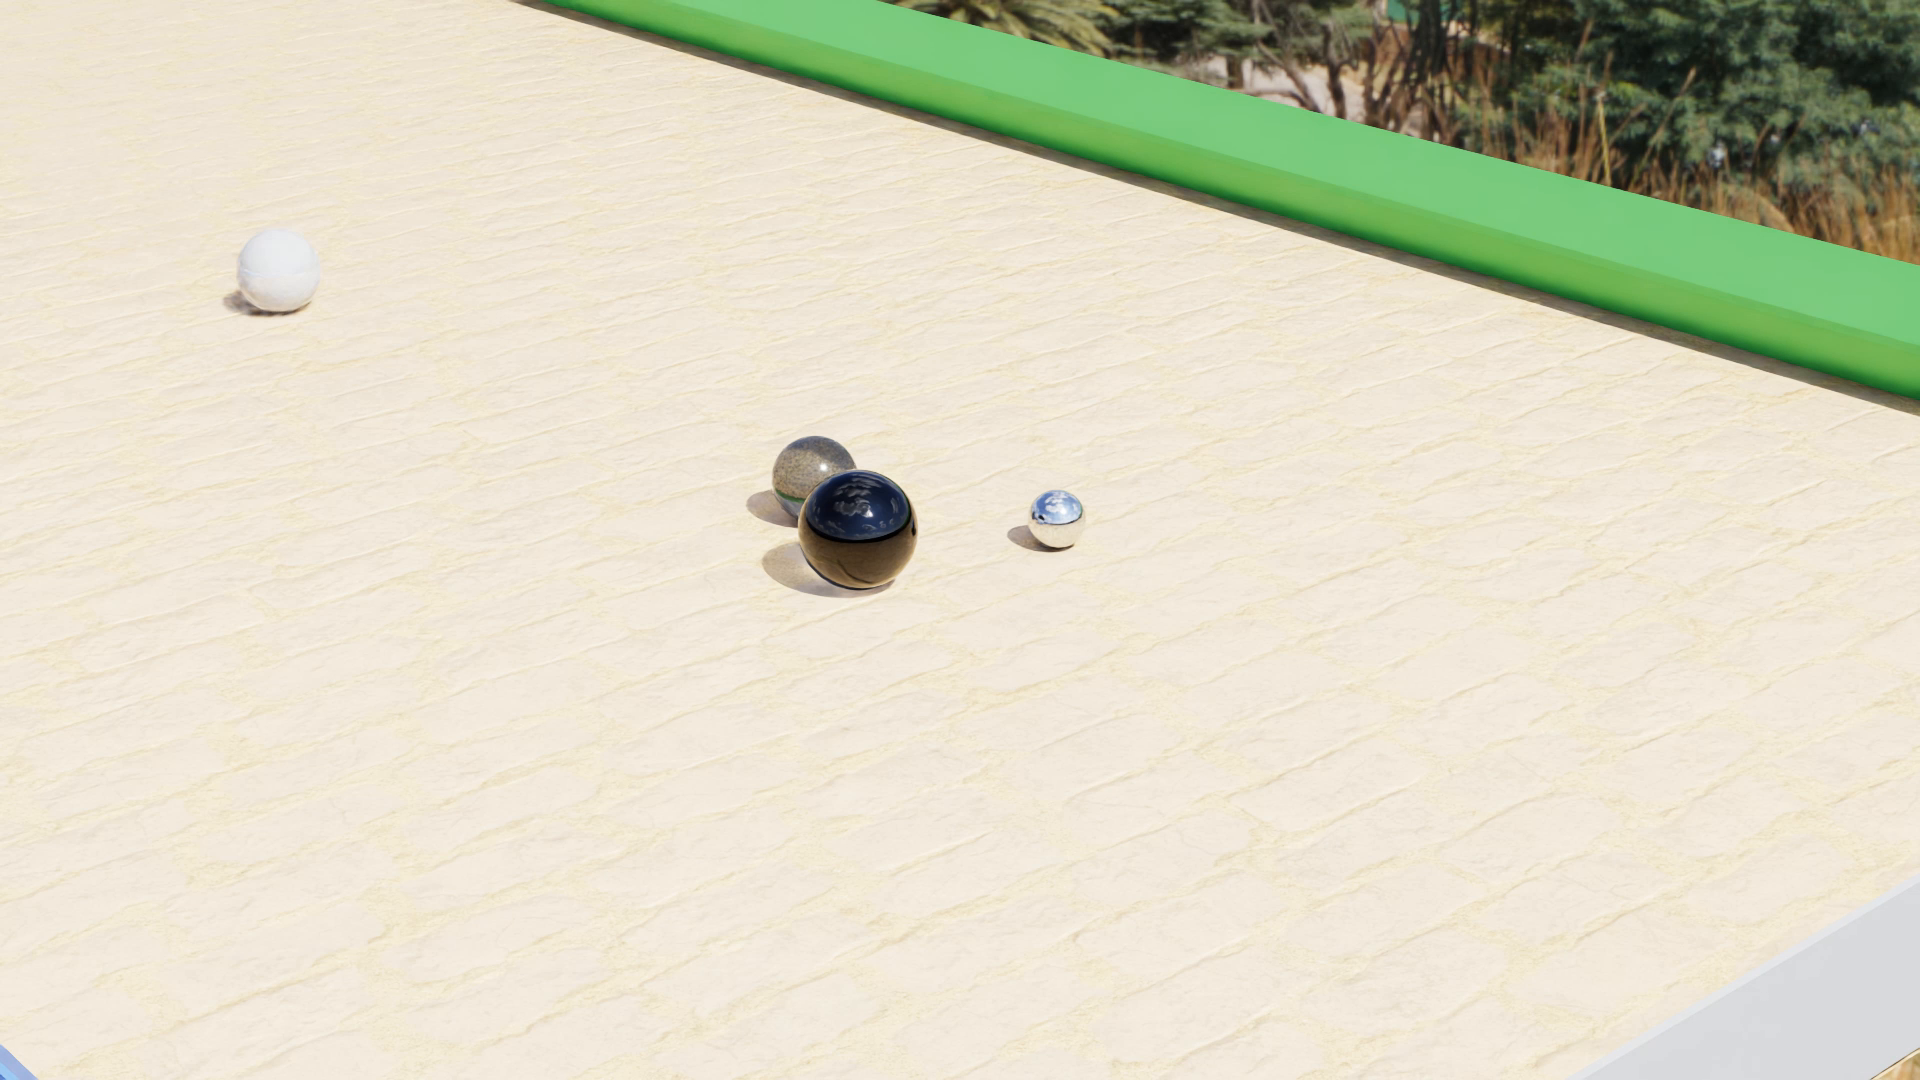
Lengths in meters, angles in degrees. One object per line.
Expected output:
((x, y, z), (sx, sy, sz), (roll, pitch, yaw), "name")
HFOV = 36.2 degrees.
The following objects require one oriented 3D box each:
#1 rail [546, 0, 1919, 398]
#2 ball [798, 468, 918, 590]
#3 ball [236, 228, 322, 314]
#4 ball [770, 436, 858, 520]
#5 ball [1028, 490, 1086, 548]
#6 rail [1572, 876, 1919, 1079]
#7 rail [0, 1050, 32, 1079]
((0.120, -0.533, 3.608), (0.045, 0.128, 3.646), (-19, 29, -37), "rail")
((-0.083, -0.008, 2.392), (0.099, 0.099, 0.099), (0, 23, 0), "ball")
((-0.708, -0.280, 3.056), (0.088, 0.088, 0.088), (0, 23, 0), "ball")
((-0.125, -0.052, 2.527), (0.075, 0.075, 0.075), (0, 23, 0), "ball")
((0.082, -0.018, 2.477), (0.050, 0.050, 0.050), (0, 23, 0), "ball")
((0.585, 0.232, 1.776), (1.964, 0.128, 0.045), (-19, 29, -37), "rail")
((-1.321, -0.047, 2.442), (0.045, 0.128, 3.646), (-19, 29, -37), "rail")
